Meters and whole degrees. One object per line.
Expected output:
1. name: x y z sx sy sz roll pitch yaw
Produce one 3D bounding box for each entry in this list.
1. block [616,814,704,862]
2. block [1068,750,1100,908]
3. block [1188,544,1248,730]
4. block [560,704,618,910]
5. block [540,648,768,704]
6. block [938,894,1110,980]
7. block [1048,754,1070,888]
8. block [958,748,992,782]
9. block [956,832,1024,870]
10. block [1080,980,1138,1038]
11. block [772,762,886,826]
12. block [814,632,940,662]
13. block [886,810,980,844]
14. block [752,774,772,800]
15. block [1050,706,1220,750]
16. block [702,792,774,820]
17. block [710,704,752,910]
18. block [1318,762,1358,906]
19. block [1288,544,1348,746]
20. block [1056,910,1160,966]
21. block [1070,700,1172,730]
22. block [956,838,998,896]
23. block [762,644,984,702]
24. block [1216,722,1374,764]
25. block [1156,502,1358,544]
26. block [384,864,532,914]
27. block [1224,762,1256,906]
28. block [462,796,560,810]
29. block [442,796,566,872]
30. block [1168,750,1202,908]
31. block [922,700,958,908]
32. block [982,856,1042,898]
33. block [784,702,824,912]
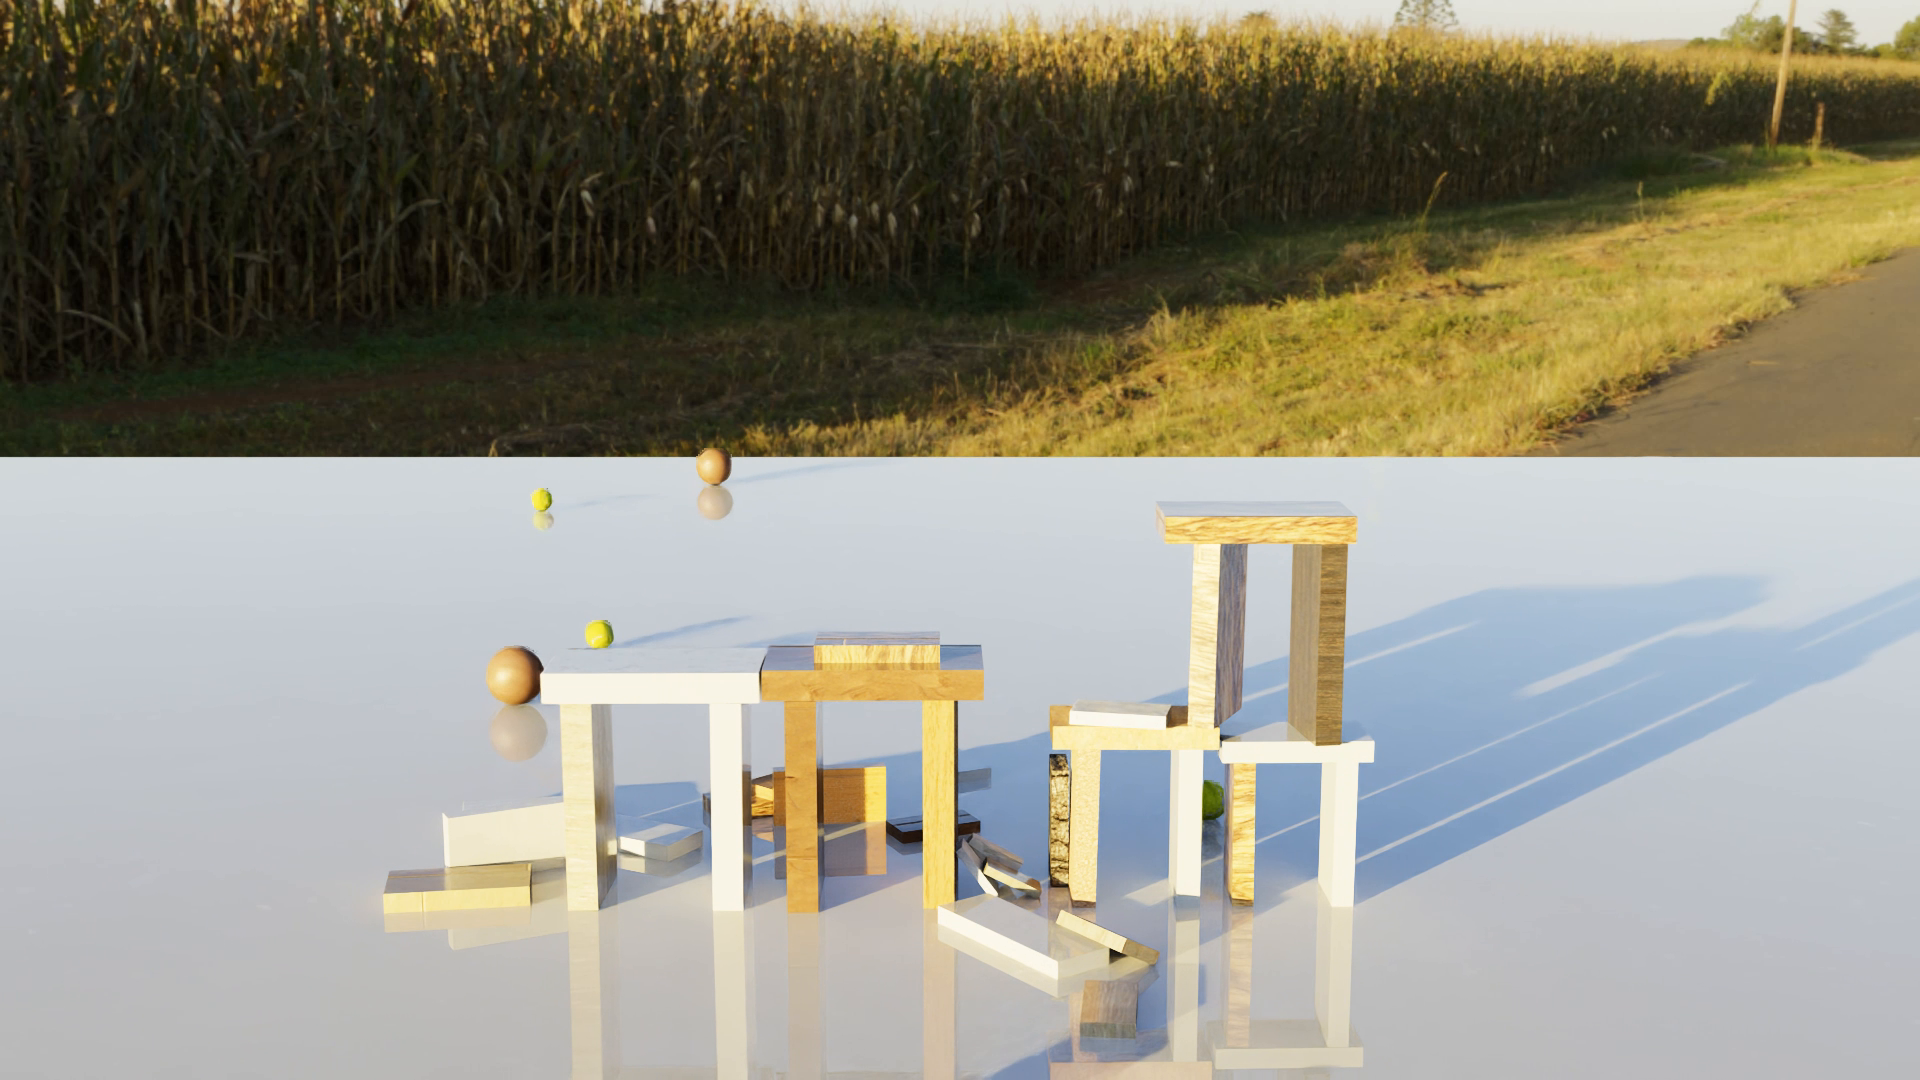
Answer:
1. block: -0.576 0.528 3.920 0.213 0.029 0.103 6 12 29
2. block: 0.205 0.458 3.644 0.038 0.268 0.134 1 11 -1
3. block: 0.421 0.141 3.577 0.043 0.303 0.152 6 12 24
4. block: -0.614 0.418 3.643 0.049 0.348 0.174 0 11 2
5. block: -0.497 0.222 3.606 0.348 0.049 0.174 0 11 -1
6. block: 0.096 0.617 3.442 0.102 0.029 0.302 -8 13 -36
7. block: 0.167 0.475 3.731 0.029 0.203 0.102 0 11 0
8. block: -0.006 0.448 4.374 0.077 0.022 0.154 -5 12 -25
9. block: 0.051 0.535 3.702 0.101 0.050 0.014 29 28 -15
10. block: 0.215 0.673 3.160 0.078 0.022 0.156 1 11 6
11. block: -0.240 0.467 4.047 0.206 0.103 0.029 -2 11 -9
12. block: -0.135 0.175 3.606 0.203 0.029 0.102 0 11 0
13. block: -0.049 0.519 3.990 0.154 0.022 0.077 -5 12 -25
14. block: -0.324 0.458 4.159 0.077 0.022 0.154 9 14 42
15. block: 0.284 0.308 3.615 0.268 0.038 0.134 0 11 0
16. block: -0.368 0.491 4.125 0.206 0.029 0.103 -5 12 -24
17. block: -0.378 0.418 3.642 0.049 0.348 0.174 0 11 0
18. block: 0.626 0.469 3.646 0.035 0.246 0.123 0 11 -1
19. block: 0.580 0.155 3.573 0.043 0.329 0.152 -1 11 -8
20. block: 0.228 0.613 3.391 0.078 0.022 0.156 28 -8 -37
21. block: 0.262 0.284 3.578 0.156 0.022 0.078 2 11 12
22. block: 0.029 0.546 3.659 0.014 0.101 0.050 -36 7 8
23. block: -0.140 0.217 3.600 0.355 0.050 0.177 0 11 -1
24. block: 0.545 0.332 3.616 0.246 0.035 0.123 0 11 -2
25. block: 0.474 -0.029 3.543 0.303 0.043 0.152 0 11 -1
26. block: -0.831 0.577 3.648 0.233 0.033 0.117 -2 11 -9
27. block: 0.463 0.469 3.647 0.035 0.246 0.123 -1 11 0
28. block: -0.792 0.506 4.033 0.233 0.033 0.117 -2 11 -11
29. block: -0.763 0.512 3.767 0.233 0.117 0.033 -5 12 -26
30. block: 0.374 0.458 3.643 0.038 0.268 0.134 0 11 0
31. block: -0.032 0.413 3.652 0.050 0.355 0.177 0 11 2
32. block: 0.086 0.562 3.659 0.101 0.014 0.050 27 8 -7
33. block: -0.256 0.416 3.633 0.050 0.355 0.177 0 11 0
